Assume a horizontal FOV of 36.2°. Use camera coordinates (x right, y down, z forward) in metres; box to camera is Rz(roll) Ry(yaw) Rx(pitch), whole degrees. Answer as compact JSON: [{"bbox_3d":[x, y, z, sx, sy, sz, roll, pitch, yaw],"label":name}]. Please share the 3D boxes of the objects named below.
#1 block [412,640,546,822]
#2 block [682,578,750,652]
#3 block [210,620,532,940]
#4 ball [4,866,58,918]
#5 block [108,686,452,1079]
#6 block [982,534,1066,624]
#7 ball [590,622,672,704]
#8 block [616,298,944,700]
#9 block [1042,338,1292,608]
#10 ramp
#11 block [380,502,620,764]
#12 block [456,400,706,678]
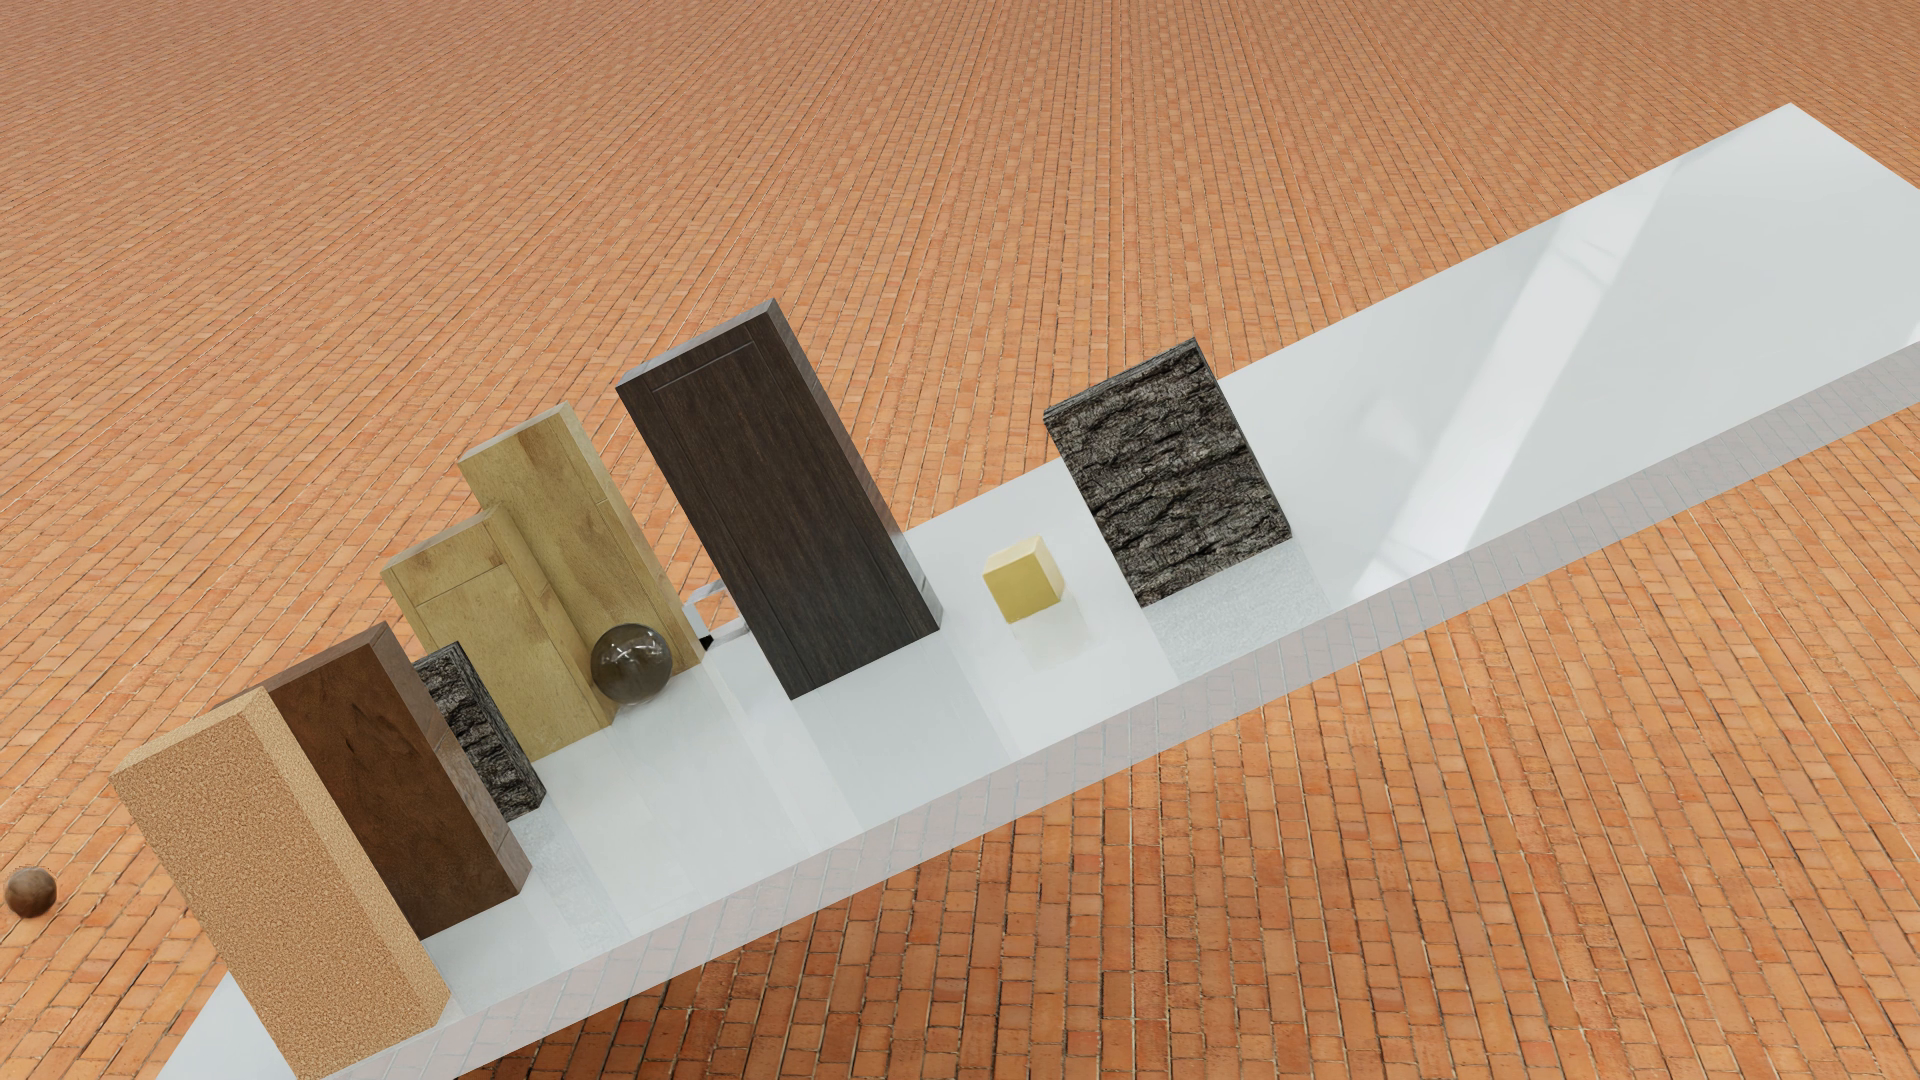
[{"bbox_3d":[-1.161,0.473,6.636,0.278,0.406,0.099,-26,14,10],"label":"block"},{"bbox_3d":[-0.583,0.174,7.191,0.124,0.124,0.124,-24,14,18],"label":"block"},{"bbox_3d":[-1.233,0.538,6.106,0.420,0.613,0.146,-26,14,10],"label":"block"},{"bbox_3d":[-2.253,0.854,7.132,0.123,0.123,0.123,0,17,0],"label":"ball"},{"bbox_3d":[-1.281,0.659,5.566,0.297,0.706,0.138,-26,14,10],"label":"block"},{"bbox_3d":[0.134,0.081,6.137,0.121,0.121,0.121,-24,14,15],"label":"block"},{"bbox_3d":[-0.781,0.294,6.995,0.195,0.195,0.195,0,17,0],"label":"ball"},{"bbox_3d":[-0.383,-0.085,6.340,0.367,0.785,0.141,-26,14,10],"label":"block"},{"bbox_3d":[0.404,-0.129,5.728,0.327,0.426,0.085,-26,14,10],"label":"block"},{"bbox_3d":[0.140,0.167,6.281,4.000,0.100,2.000,-26,14,10],"label":"ramp"},{"bbox_3d":[-1.091,0.239,6.993,0.305,0.574,0.129,-26,14,10],"label":"block"},{"bbox_3d":[-0.906,0.041,7.088,0.281,0.698,0.118,-26,14,10],"label":"block"}]
